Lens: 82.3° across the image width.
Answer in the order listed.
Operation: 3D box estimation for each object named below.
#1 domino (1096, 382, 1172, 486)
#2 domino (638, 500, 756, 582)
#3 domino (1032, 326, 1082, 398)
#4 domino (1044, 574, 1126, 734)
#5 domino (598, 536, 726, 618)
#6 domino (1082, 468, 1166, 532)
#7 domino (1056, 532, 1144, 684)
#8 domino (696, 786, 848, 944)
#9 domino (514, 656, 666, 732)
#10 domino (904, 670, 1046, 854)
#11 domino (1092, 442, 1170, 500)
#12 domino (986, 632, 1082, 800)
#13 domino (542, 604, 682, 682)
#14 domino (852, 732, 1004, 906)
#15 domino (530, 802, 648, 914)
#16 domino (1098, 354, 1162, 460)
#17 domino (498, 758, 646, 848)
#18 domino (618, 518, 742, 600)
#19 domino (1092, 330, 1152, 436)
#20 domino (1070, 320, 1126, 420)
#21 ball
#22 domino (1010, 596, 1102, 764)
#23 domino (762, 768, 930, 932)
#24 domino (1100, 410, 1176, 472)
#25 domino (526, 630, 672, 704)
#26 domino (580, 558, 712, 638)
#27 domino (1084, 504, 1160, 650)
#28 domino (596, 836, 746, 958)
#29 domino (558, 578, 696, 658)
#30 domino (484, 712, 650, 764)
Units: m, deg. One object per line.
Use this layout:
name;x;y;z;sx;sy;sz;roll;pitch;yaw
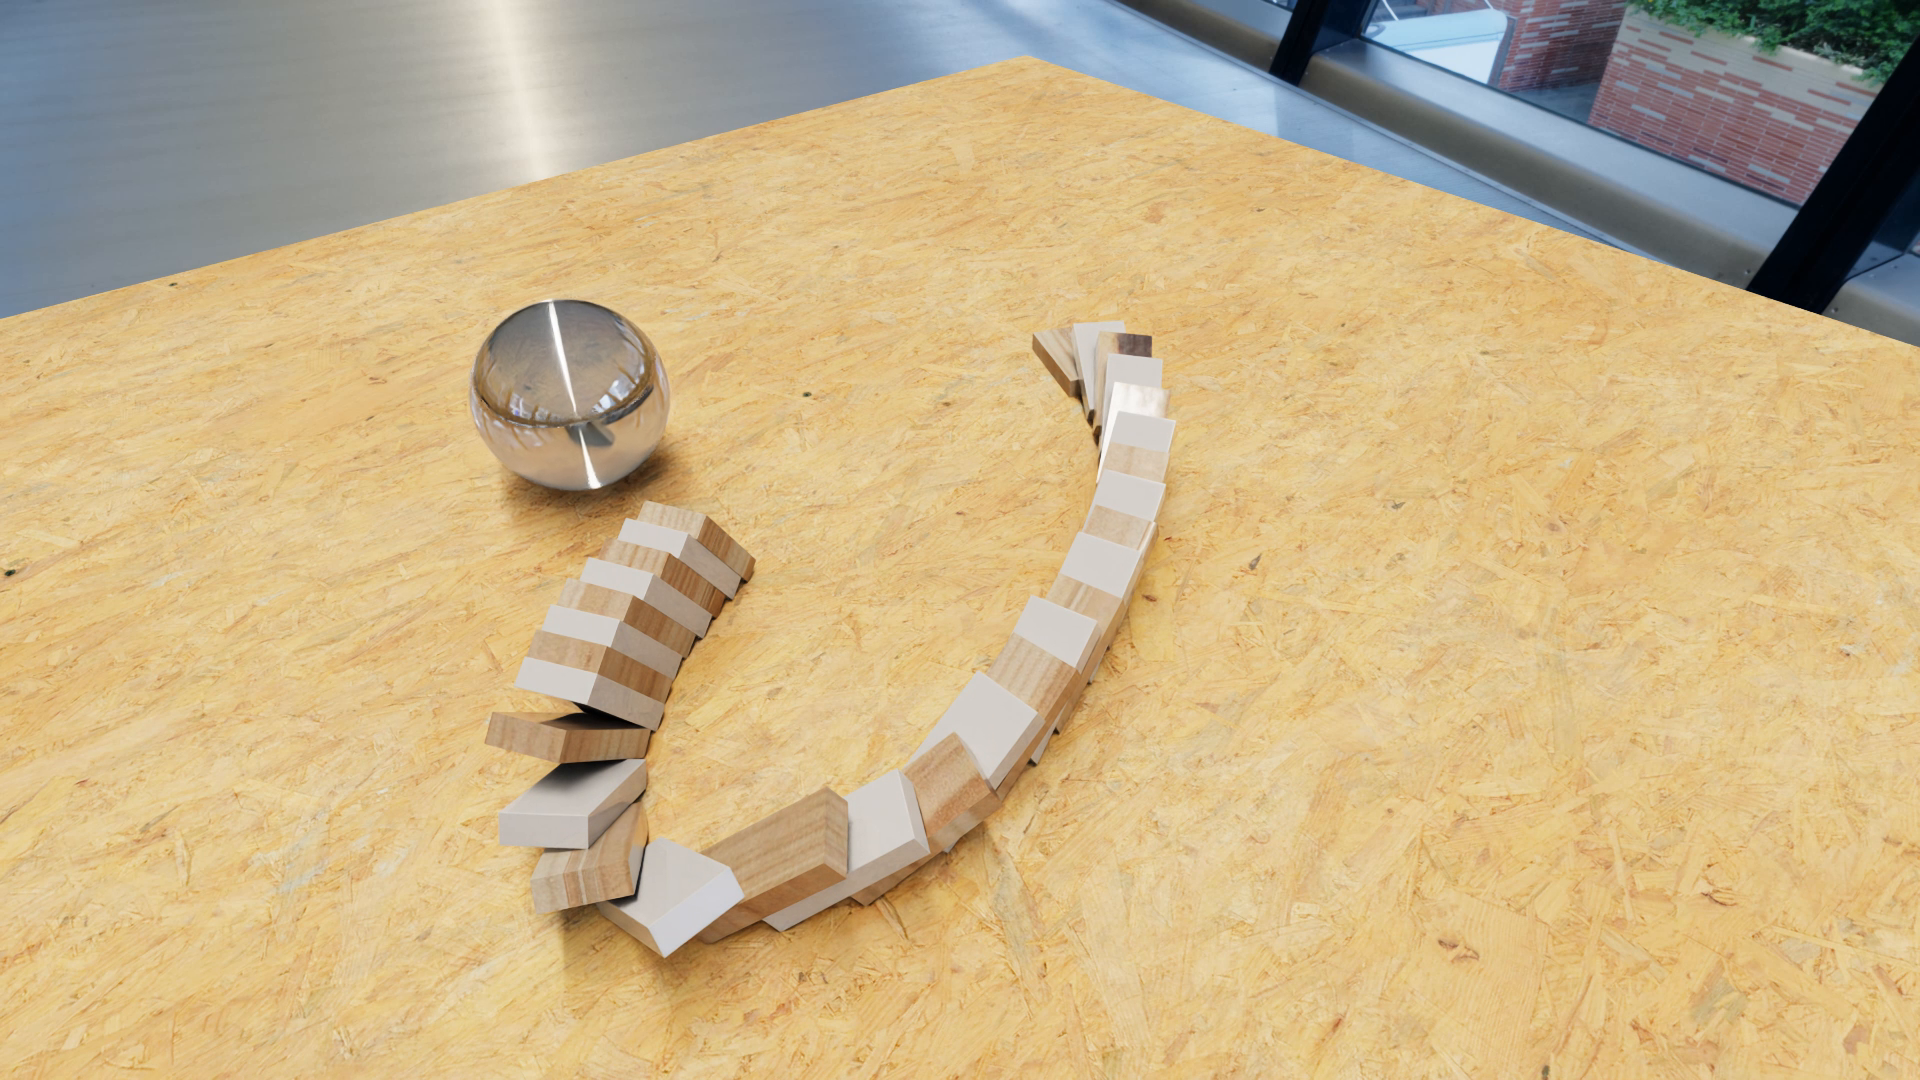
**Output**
domino;0.076;-0.043;0.478;0.025;0.009;0.050;9;68;9
domino;-0.098;0.001;0.412;0.025;0.050;0.009;13;73;15
domino;0.057;-0.090;0.554;0.025;0.010;0.050;-12;41;-14
domino;0.034;0.038;0.380;0.025;0.010;0.050;23;71;25
domino;-0.107;0.014;0.396;0.025;0.050;0.010;13;73;15
domino;0.061;-0.001;0.428;0.025;0.010;0.050;16;68;16
domino;0.045;0.024;0.396;0.025;0.010;0.050;19;69;21
domino;-0.054;0.092;0.310;0.050;0.009;0.025;-30;36;19
domino;-0.117;0.050;0.353;0.025;0.050;0.010;11;73;13
domino;0.001;0.068;0.341;0.025;0.009;0.050;32;79;31
domino;0.067;-0.014;0.444;0.025;0.009;0.050;13;67;15
domino;0.015;0.058;0.353;0.025;0.010;0.050;29;78;27
domino;-0.116;0.035;0.371;0.025;0.050;0.009;11;73;13
domino;-0.015;0.082;0.326;0.050;0.009;0.025;-36;45;0
domino;-0.104;0.089;0.314;0.025;0.009;0.050;-9;6;-11
domino;0.077;-0.059;0.496;0.025;0.009;0.050;7;68;1
domino;-0.114;0.078;0.329;0.025;0.009;0.050;2;7;2
domino;-0.102;0.008;0.404;0.025;0.050;0.009;13;73;15
domino;0.076;-0.072;0.512;0.025;0.010;0.050;5;68;-2
domino;0.070;-0.082;0.528;0.025;0.009;0.050;-4;63;-5
ball;-0.163;-0.061;0.462;0.080;0.080;0.080;0;39;0
domino;0.025;0.046;0.367;0.025;0.009;0.050;21;74;25
domino;-0.035;0.089;0.317;0.050;0.010;0.025;-30;41;8
domino;0.073;-0.029;0.461;0.025;0.010;0.050;12;69;15
domino;-0.117;0.043;0.362;0.025;0.050;0.009;11;73;13
domino;-0.110;0.021;0.388;0.025;0.050;0.010;13;73;15
domino;0.053;0.013;0.411;0.025;0.009;0.050;19;69;21
domino;-0.082;0.097;0.304;0.025;0.009;0.050;-32;15;-33
domino;-0.114;0.028;0.380;0.025;0.050;0.009;13;73;15
domino;-0.120;0.061;0.342;0.025;0.050;0.010;11;83;14
